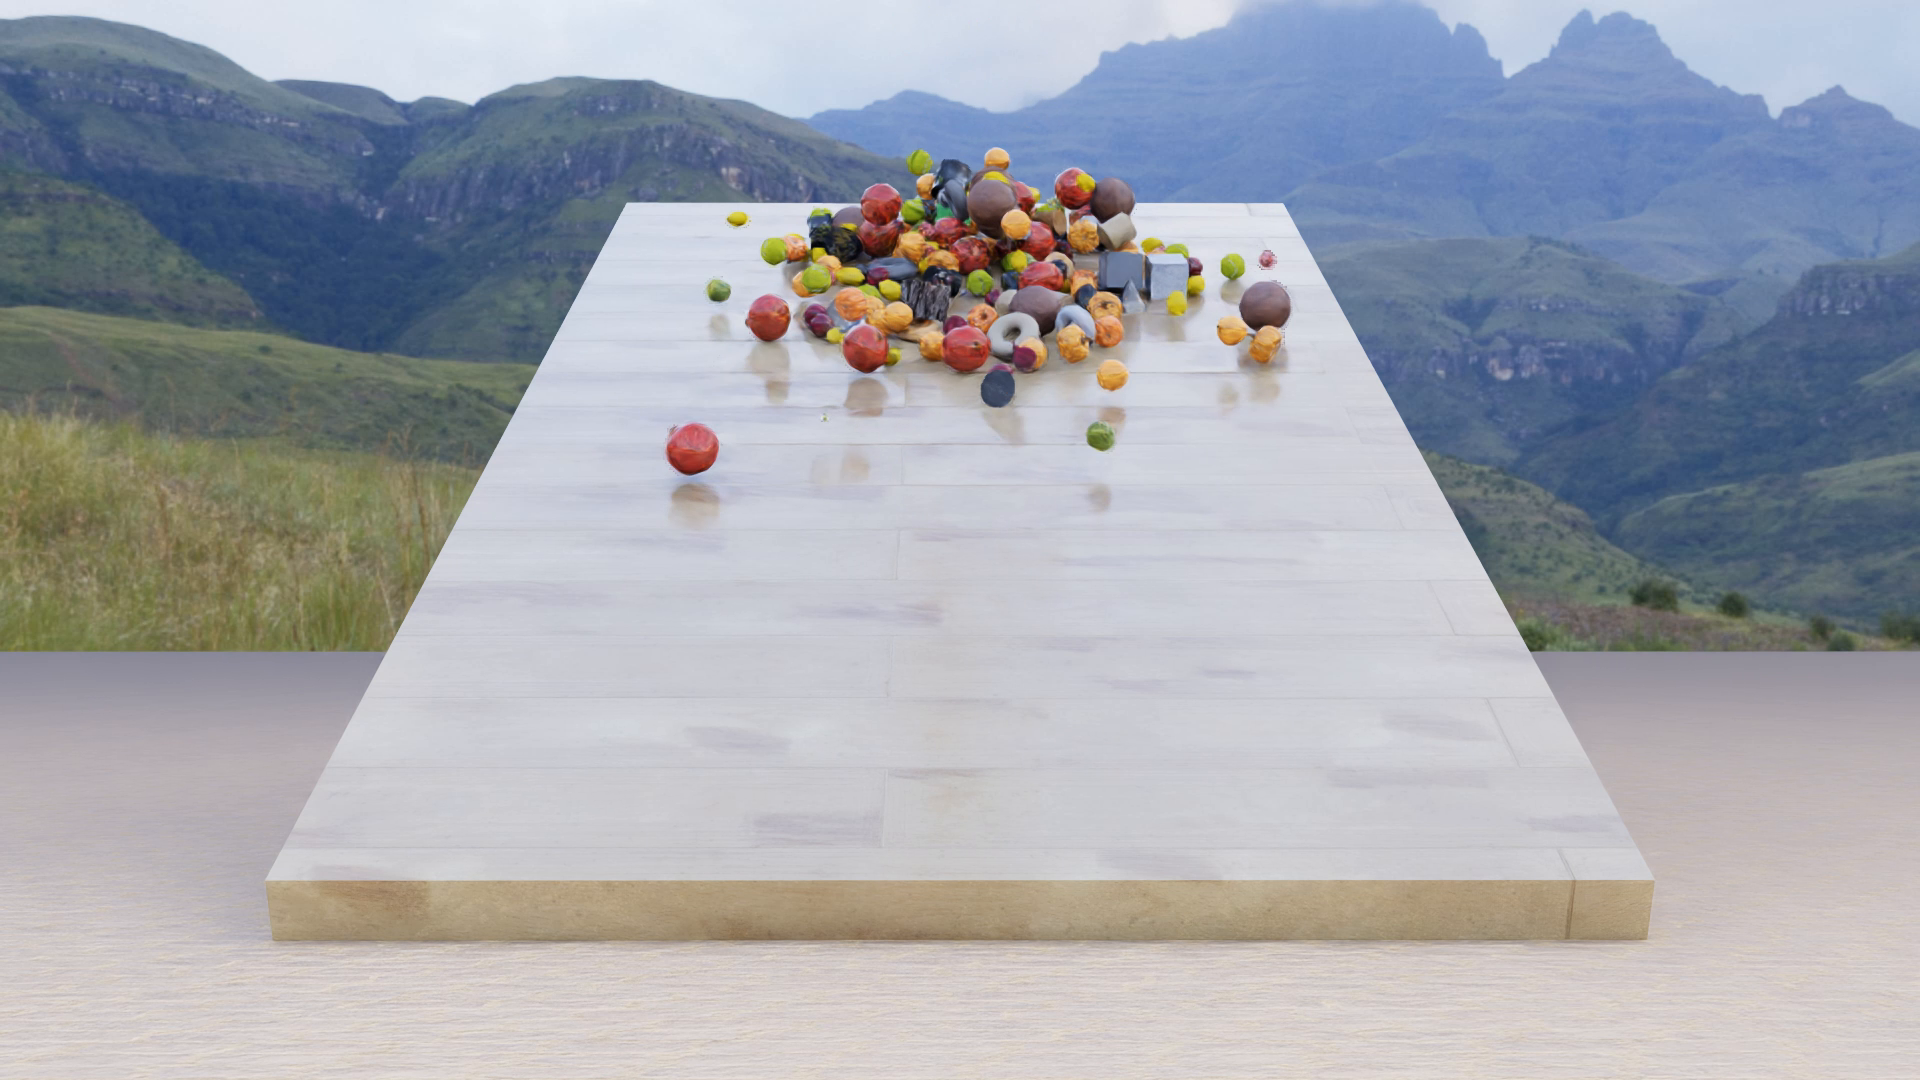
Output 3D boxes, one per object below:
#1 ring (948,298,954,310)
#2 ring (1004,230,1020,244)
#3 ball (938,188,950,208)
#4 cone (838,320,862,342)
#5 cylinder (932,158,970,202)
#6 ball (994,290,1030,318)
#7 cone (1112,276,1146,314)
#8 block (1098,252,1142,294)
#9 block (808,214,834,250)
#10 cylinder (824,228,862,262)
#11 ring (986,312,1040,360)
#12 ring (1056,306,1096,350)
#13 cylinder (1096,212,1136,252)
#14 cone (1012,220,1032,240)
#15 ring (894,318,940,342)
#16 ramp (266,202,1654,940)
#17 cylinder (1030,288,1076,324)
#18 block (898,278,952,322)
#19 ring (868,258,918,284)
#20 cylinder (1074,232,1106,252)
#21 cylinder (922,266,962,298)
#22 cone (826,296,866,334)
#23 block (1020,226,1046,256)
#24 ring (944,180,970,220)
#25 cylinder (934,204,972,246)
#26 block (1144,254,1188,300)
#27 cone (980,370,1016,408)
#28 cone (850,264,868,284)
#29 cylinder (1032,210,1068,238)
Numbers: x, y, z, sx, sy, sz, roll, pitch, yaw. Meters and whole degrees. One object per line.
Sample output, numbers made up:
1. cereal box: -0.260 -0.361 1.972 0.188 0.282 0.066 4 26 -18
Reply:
1. ring: -0.067 -0.615 5.965 0.098 0.033 0.098 1 22 0
2. ring: 0.163 -0.869 6.593 0.078 0.026 0.078 1 24 0
3. ball: -0.034 -0.955 6.413 0.060 0.060 0.060 0 -3 0
4. cone: -0.275 -0.516 5.680 0.055 0.055 0.055 -3 -2 -16
5. cylinder: -0.025 -1.012 6.512 0.094 0.094 0.094 11 -30 7
6. ball: 0.133 -0.590 5.830 0.088 0.088 0.088 0 -3 0
7. cone: 0.440 -0.640 5.951 0.089 0.089 0.089 0 22 0
8. block: 0.421 -0.701 6.030 0.094 0.094 0.094 2 -2 -10
9. block: -0.384 -0.855 6.380 0.066 0.066 0.066 -8 36 0
10. cylinder: -0.319 -0.806 6.280 0.090 0.090 0.090 0 3 7
11. ring: 0.129 -0.494 5.584 0.136 0.136 0.045 -1 -34 22
12. ring: 0.283 -0.519 5.628 0.116 0.116 0.039 -3 22 46
13. cylinder: 0.412 -0.810 6.053 0.076 0.076 0.076 -32 3 -11
14. cone: 0.154 -0.828 6.191 0.054 0.054 0.054 2 -6 -32
15. ring: -0.106 -0.523 5.733 0.114 0.038 0.114 1 22 -1
16. ramp: -0.007 -0.222 5.180 2.000 0.100 4.000 0 22 0
17. cylinder: 0.236 -0.591 5.841 0.081 0.081 0.081 21 11 37
18. block: -0.089 -0.599 5.741 0.089 0.089 0.089 6 5 -34
19. ring: -0.184 -0.730 6.225 0.141 0.047 0.141 0 22 0
20. cylinder: 0.371 -0.853 6.462 0.078 0.078 0.078 7 -5 -21
21. cylinder: -0.047 -0.665 5.922 0.072 0.072 0.072 9 -8 -36
22. cone: -0.284 -0.560 5.812 0.099 0.099 0.099 0 -5 0
23. block: 0.205 -0.841 6.442 0.060 0.060 0.060 7 -17 11
24. ring: -0.007 -0.935 6.329 0.040 0.120 0.120 -23 1 -8
25. cylinder: -0.021 -0.900 6.508 0.098 0.098 0.098 5 -23 2
26. block: 0.545 -0.696 6.079 0.096 0.096 0.096 -2 22 -5
27. cone: 0.105 -0.340 5.283 0.087 0.087 0.087 -1 -8 26
28. cone: -0.257 -0.716 6.160 0.054 0.054 0.054 1 0 -27
29. cylinder: 0.246 -0.868 6.313 0.070 0.070 0.070 -3 -4 35
